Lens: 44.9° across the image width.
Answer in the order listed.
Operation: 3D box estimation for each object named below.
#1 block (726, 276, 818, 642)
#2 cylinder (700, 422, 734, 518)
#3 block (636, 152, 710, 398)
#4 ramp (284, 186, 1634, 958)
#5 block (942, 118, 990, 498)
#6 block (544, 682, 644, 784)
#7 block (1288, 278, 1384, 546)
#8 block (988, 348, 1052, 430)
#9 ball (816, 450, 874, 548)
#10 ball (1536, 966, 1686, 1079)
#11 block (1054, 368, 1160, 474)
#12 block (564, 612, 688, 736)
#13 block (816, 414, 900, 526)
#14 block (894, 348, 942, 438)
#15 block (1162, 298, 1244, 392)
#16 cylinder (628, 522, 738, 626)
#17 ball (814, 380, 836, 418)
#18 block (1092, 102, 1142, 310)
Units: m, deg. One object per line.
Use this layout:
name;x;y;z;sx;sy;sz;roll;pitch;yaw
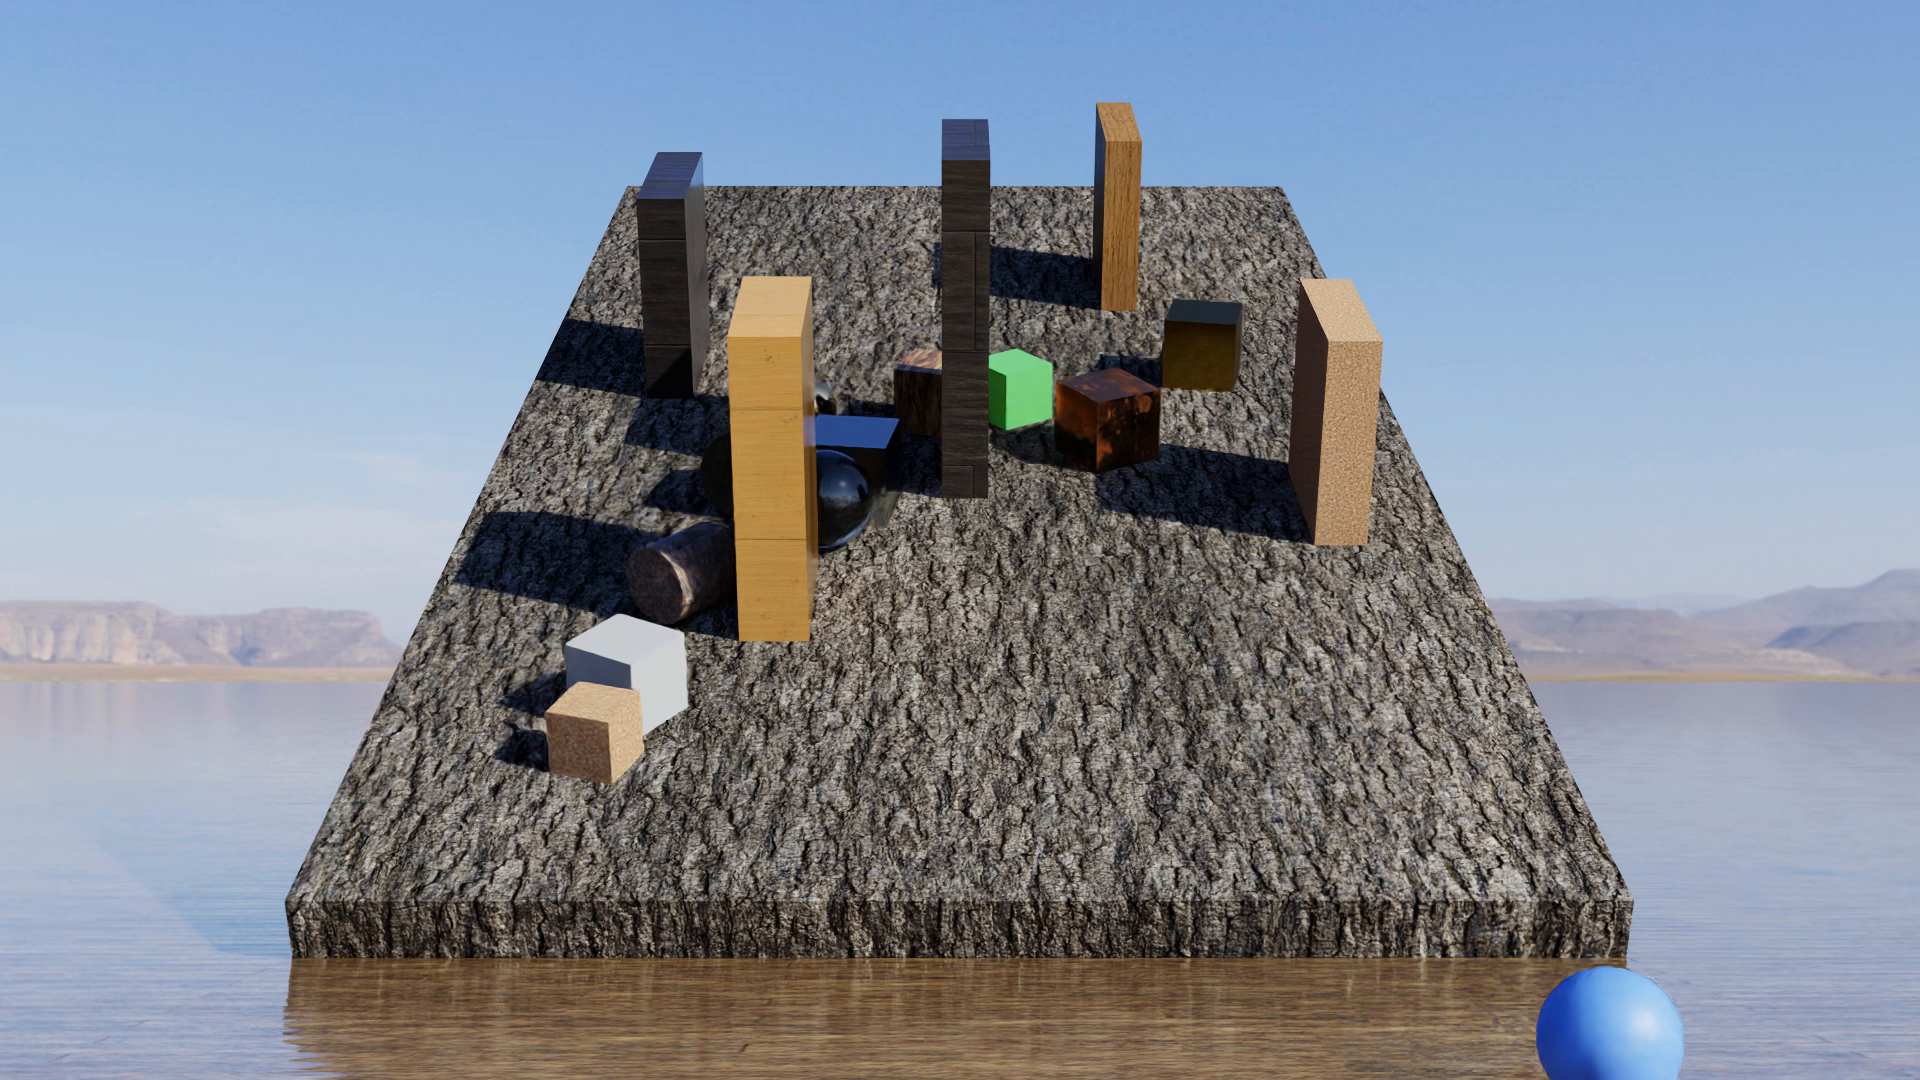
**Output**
block;-0.339;-0.152;4.275;0.127;0.584;0.345;0;24;0
cylinder;-0.411;-0.167;4.786;0.196;0.196;0.196;-1;23;14
block;-0.673;-0.631;5.489;0.108;0.475;0.417;0;24;0
ramp;-0.008;-0.228;5.293;2.000;0.100;4.000;0;24;0
block;0.010;-0.484;4.859;0.096;0.720;0.339;0;24;0
block;-0.597;0.314;3.799;0.114;0.114;0.114;8;25;17
block;0.759;-0.266;4.729;0.105;0.429;0.397;0;24;0
block;0.117;-0.342;5.267;0.131;0.131;0.131;-17;29;-33
ball;-0.267;-0.083;4.600;0.194;0.194;0.194;0;-3;0
ball;0.631;0.485;2.257;0.140;0.140;0.140;0;-3;0
block;0.319;-0.261;5.045;0.162;0.162;0.162;-14;27;-28
block;-0.566;0.231;3.951;0.143;0.143;0.143;14;28;29
block;-0.221;-0.144;4.767;0.171;0.171;0.171;3;24;8
block;-0.054;-0.329;5.215;0.148;0.148;0.148;8;25;17
block;0.574;-0.461;5.493;0.167;0.167;0.167;5;24;11
cylinder;-0.511;0.062;4.323;0.153;0.153;0.153;-3;16;44
ball;-0.334;-0.296;5.172;0.120;0.120;0.120;0;-3;0
block;0.409;-0.880;6.097;0.091;0.444;0.418;0;24;0
